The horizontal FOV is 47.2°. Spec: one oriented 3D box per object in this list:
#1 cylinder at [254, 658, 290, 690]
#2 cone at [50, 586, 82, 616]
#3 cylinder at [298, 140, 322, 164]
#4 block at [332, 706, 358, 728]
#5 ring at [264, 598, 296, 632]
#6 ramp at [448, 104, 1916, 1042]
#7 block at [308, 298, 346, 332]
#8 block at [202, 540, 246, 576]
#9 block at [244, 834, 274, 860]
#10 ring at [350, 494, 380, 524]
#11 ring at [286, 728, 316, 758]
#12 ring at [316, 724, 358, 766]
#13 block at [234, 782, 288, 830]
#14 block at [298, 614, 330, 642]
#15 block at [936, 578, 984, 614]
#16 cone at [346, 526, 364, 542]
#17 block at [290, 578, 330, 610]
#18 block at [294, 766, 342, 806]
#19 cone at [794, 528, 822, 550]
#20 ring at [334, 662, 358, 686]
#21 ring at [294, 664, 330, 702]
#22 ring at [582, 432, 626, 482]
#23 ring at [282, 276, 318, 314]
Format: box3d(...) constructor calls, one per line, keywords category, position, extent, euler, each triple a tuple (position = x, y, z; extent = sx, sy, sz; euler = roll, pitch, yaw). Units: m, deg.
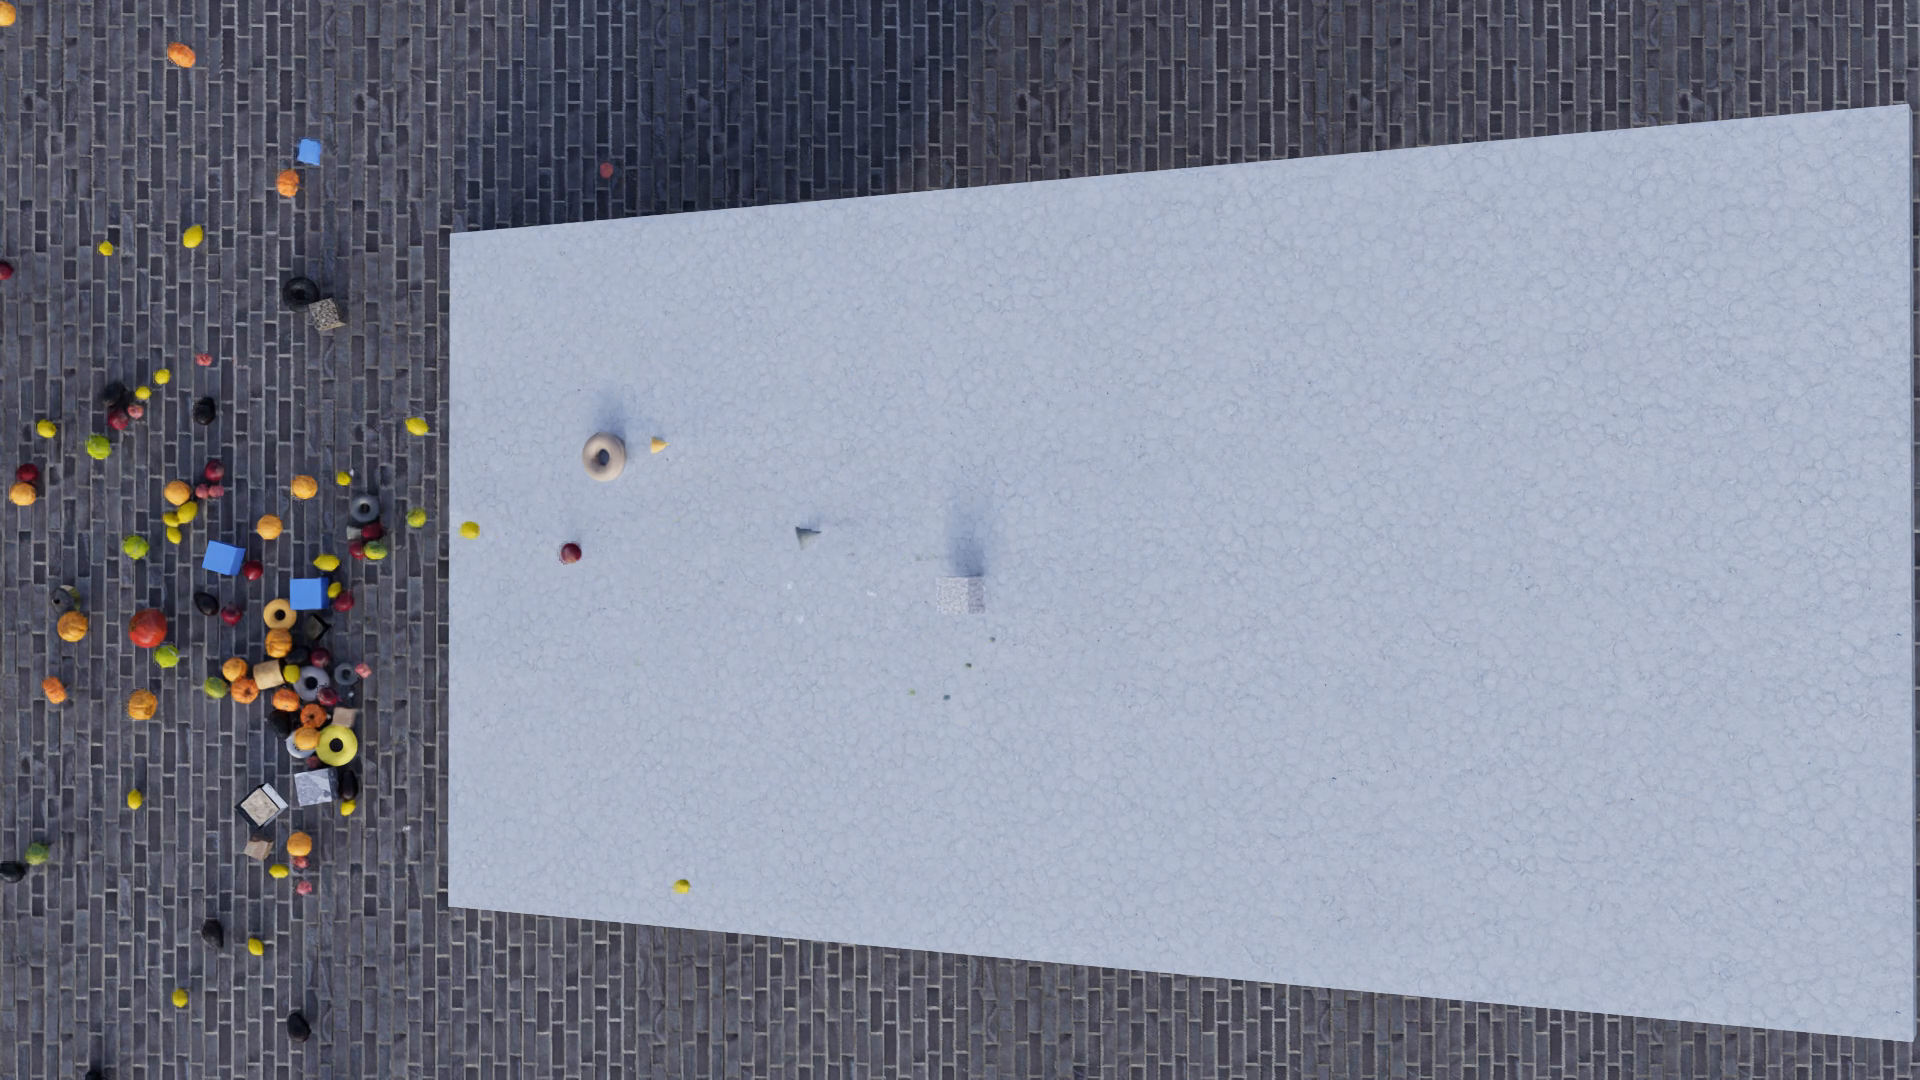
box3d(category="cylinder", position=(-2.062, 0.400, 6.584), extent=(0.079, 0.079, 0.079), euler=(-16, 89, 0))
box3d(category="cone", position=(-2.694, 0.183, 6.578), extent=(0.095, 0.095, 0.095), euler=(0, 89, 0))
box3d(category="cylinder", position=(-1.954, -1.166, 6.608), extent=(0.062, 0.062, 0.062), euler=(13, 97, 0))
box3d(category="block", position=(-1.845, 0.528, 6.595), extent=(0.054, 0.054, 0.054), euler=(9, 89, 0))
box3d(category="ring", position=(-2.043, 0.225, 6.608), extent=(0.100, 0.033, 0.100), euler=(0, 92, 0))
box3d(category="ramp", position=(0.277, 0.078, 5.657), extent=(4.000, 0.100, 2.000), euler=(0, 89, 28))
box3d(category="block", position=(-1.897, -0.677, 6.597), extent=(0.075, 0.075, 0.075), euler=(-16, 89, 0))
box3d(category="block", position=(-2.204, 0.053, 6.584), extent=(0.084, 0.084, 0.084), euler=(16, 89, 0))
box3d(category="block", position=(-2.100, 0.919, 6.589), extent=(0.057, 0.057, 0.057), euler=(25, 89, 0))
box3d(category="ring", position=(-1.788, -0.095, 6.613), extent=(0.091, 0.030, 0.091), euler=(0, 91, 1))
box3d(category="ring", position=(-1.977, 0.609, 6.605), extent=(0.094, 0.031, 0.094), euler=(0, 88, 0))
box3d(category="ring", position=(-1.872, 0.616, 6.600), extent=(0.127, 0.042, 0.127), euler=(0, 90, -1))
box3d(category="block", position=(-2.087, 0.796, 6.571), extent=(0.095, 0.095, 0.095), euler=(-42, 90, 0))
box3d(category="block", position=(-1.937, 0.263, 6.595), extent=(0.060, 0.060, 0.060), euler=(42, 90, 0))
box3d(category="block", position=(0.001, 0.143, 5.692), extent=(0.093, 0.093, 0.093), euler=(-1, 89, 28))
box3d(category="cone", position=(-1.831, -0.028, 6.616), extent=(0.053, 0.053, 0.053), euler=(-48, 63, 0))
box3d(category="block", position=(-1.945, 0.161, 6.580), extent=(0.091, 0.091, 0.091), euler=(-2, 89, 0))
box3d(category="block", position=(-1.919, 0.735, 6.570), extent=(0.098, 0.098, 0.098), euler=(-9, 89, 0))
box3d(category="cone", position=(-0.405, -0.012, 5.940), extent=(0.067, 0.067, 0.067), euler=(-17, 89, -1))
box3d(category="ring", position=(-1.844, 0.402, 6.611), extent=(0.075, 0.025, 0.075), euler=(0, 88, -1))
box3d(category="ring", position=(-1.948, 0.430, 6.604), extent=(0.112, 0.037, 0.112), euler=(0, 88, 1))
box3d(category="ring", position=(-1.011, -0.236, 6.250), extent=(0.144, 0.048, 0.144), euler=(0, 91, 27))
box3d(category="ring", position=(-1.984, -0.737, 6.617), extent=(0.111, 0.037, 0.111), euler=(0, 89, -1))
